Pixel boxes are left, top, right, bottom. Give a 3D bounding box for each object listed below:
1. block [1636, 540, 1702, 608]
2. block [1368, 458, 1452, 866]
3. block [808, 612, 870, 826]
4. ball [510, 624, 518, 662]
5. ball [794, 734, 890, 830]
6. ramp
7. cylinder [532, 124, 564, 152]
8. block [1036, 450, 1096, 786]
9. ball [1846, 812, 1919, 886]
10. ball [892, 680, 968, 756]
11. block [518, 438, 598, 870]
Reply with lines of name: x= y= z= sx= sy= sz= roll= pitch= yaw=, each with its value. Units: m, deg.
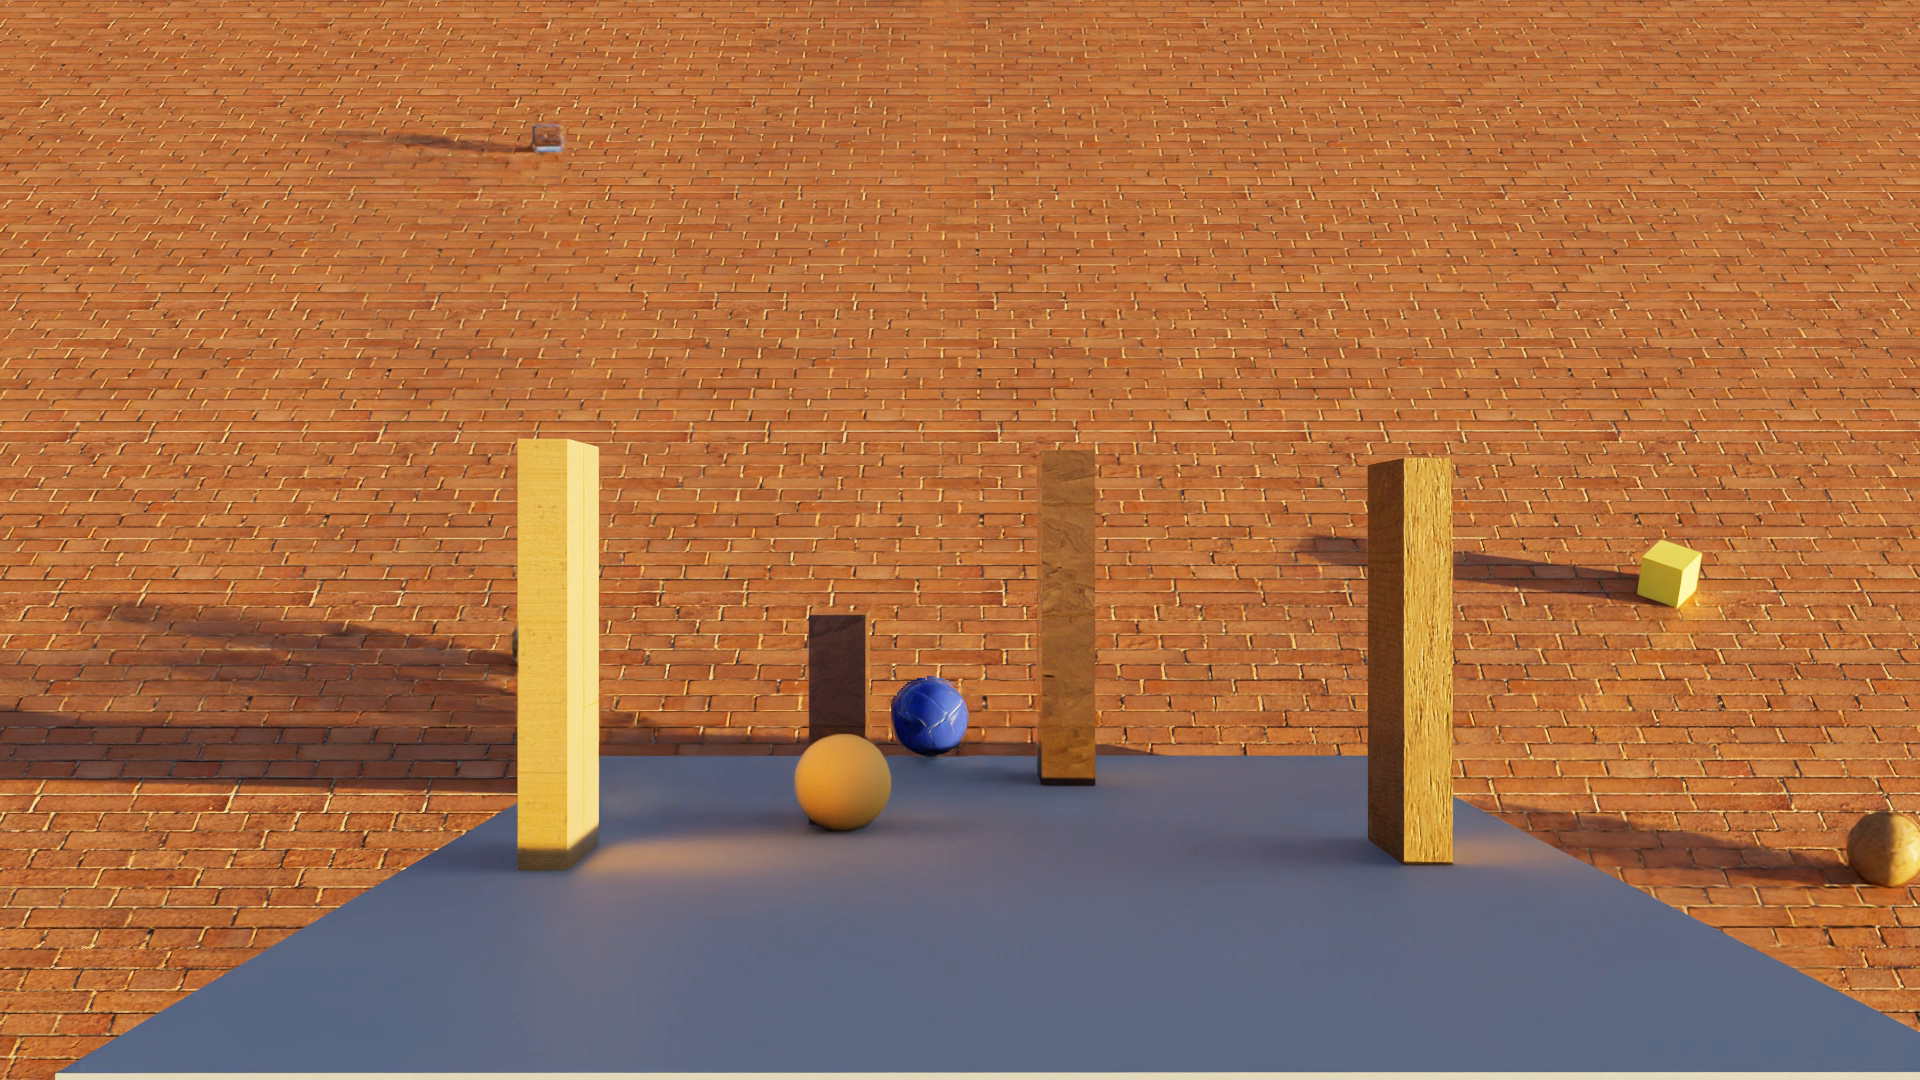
block: x=2.054 y=0.097 z=7.496 sx=0.125 sy=0.125 sz=0.125 roll=21 pitch=36 yaw=32
block: x=0.793 y=0.206 z=4.579 sx=0.082 sy=0.690 sz=0.388 roll=0 pitch=0 yaw=0
block: x=-0.238 y=0.349 z=5.146 sx=0.109 sy=0.408 sz=0.268 roll=0 pitch=0 yaw=0
ball: x=-1.142 y=0.284 z=7.117 sx=0.185 sy=0.185 sz=0.185 roll=0 pitch=30 yaw=0
ball: x=-0.224 y=0.460 z=4.920 sx=0.185 sy=0.185 sz=0.185 roll=0 pitch=30 yaw=0
ramp: x=0.068 y=0.602 z=4.664 sx=2.000 sy=0.100 sz=4.000 roll=0 pitch=0 yaw=0
cylinder: x=-1.661 y=-1.619 z=10.443 sx=0.112 sy=0.112 sz=0.112 roll=0 pitch=30 yaw=1
block: x=0.244 y=0.176 z=6.008 sx=0.120 sy=0.756 sz=0.357 roll=0 pitch=0 yaw=0
ball: x=2.257 y=0.754 z=6.314 sx=0.182 sy=0.182 sz=0.182 roll=0 pitch=30 yaw=0
ball: x=-0.077 y=0.457 z=6.651 sx=0.198 sy=0.198 sz=0.198 roll=0 pitch=30 yaw=0
block: x=-0.697 y=0.192 z=4.508 sx=0.083 sy=0.721 sz=0.376 roll=0 pitch=0 yaw=0
